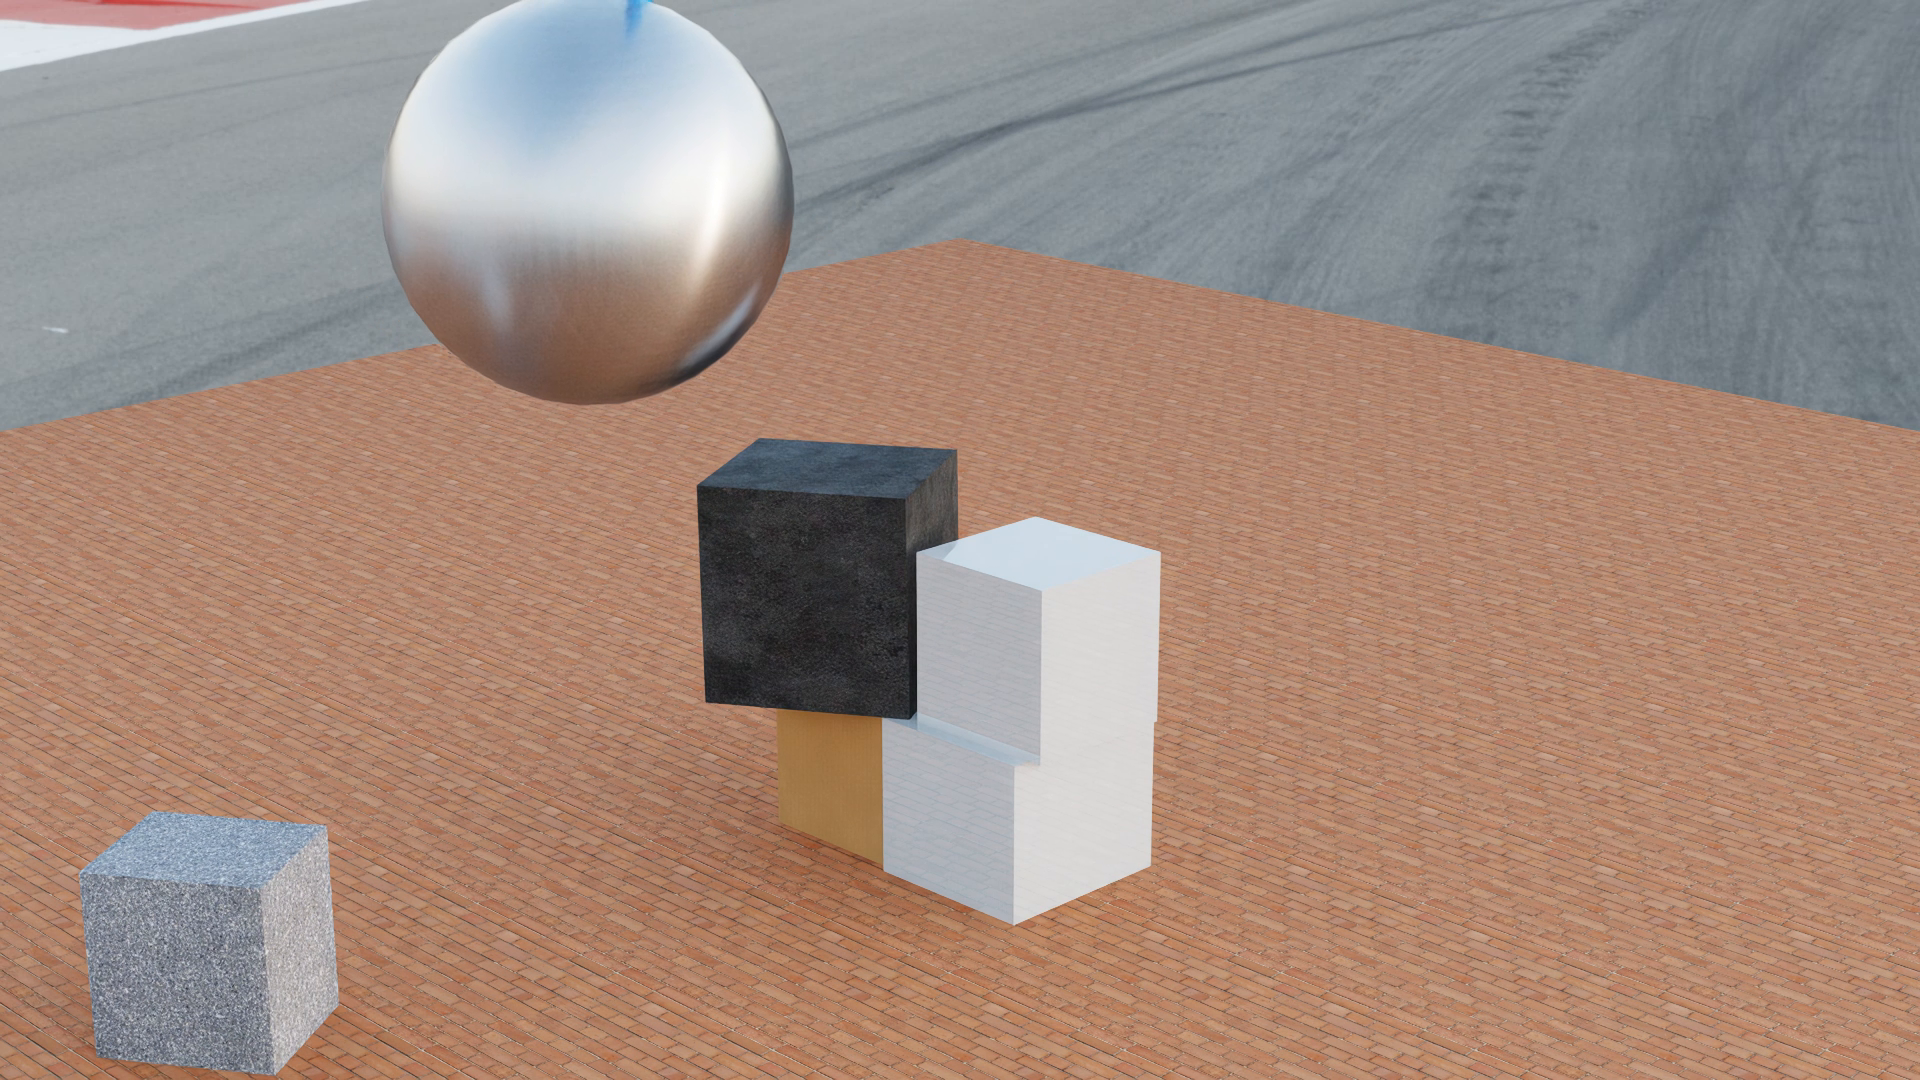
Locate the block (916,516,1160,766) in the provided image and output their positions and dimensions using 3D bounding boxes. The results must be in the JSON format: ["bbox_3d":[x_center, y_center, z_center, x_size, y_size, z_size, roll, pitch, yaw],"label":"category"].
[{"bbox_3d":[0.349,0.436,13.111,0.764,0.801,0.766,17,24,42],"label":"block"}]

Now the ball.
[{"bbox_3d":[-1.444,-1.324,11.412,1.600,1.600,1.600,0,17,0],"label":"ball"}]

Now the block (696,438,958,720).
[{"bbox_3d":[-0.593,0.163,13.616,0.980,1.038,0.859,4,17,15],"label":"block"}]

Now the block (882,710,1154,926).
[{"bbox_3d":[0.265,1.156,13.412,0.913,0.753,0.832,-17,24,-42],"label":"block"}]

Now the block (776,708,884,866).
[{"bbox_3d":[-0.315,0.992,13.954,0.805,0.739,0.758,-17,24,-42],"label":"block"}]

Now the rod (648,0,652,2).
[{"bbox_3d":[-0.626,-4.619,11.234,0.080,5.200,0.080,17,4,42],"label":"rod"}]

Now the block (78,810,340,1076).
[{"bbox_3d":[-3.021,1.619,11.851,0.765,0.805,0.637,4,18,11],"label":"block"}]
